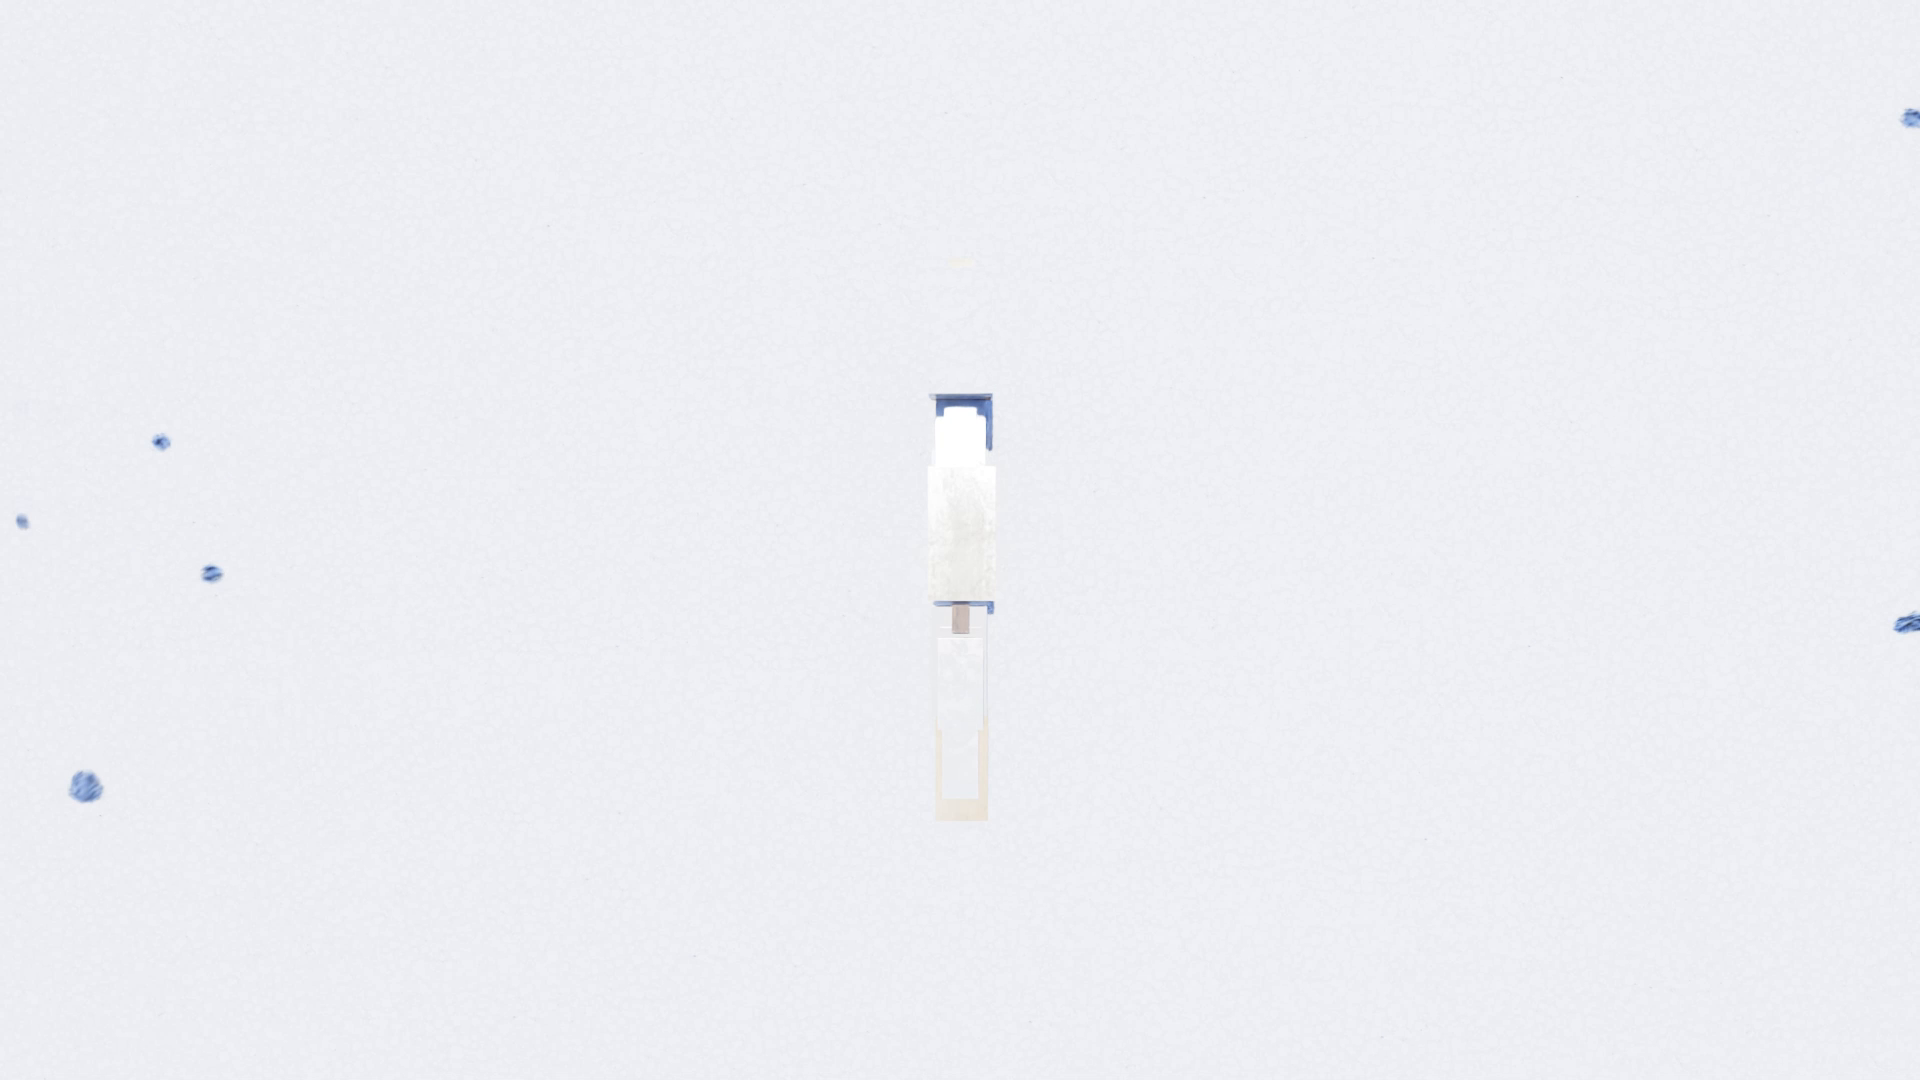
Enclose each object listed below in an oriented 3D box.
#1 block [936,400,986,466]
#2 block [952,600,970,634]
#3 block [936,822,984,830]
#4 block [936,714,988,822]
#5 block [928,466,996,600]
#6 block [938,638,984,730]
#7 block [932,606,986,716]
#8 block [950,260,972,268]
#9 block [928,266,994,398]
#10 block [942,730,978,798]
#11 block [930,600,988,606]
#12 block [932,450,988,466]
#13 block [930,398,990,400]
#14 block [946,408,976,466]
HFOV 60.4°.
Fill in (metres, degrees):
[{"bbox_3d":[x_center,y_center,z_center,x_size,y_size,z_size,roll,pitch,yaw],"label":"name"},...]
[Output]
[{"bbox_3d":[0.002,-0.296,4.792,0.144,0.041,0.288,0,90,0],"label":"block"},{"bbox_3d":[0.001,0.212,4.617,0.048,0.014,0.096,0,90,0],"label":"block"},{"bbox_3d":[0.002,0.757,5.182,0.148,0.042,0.297,0,90,0],"label":"block"},{"bbox_3d":[0.005,0.667,4.832,0.153,0.043,0.307,0,90,0],"label":"block"},{"bbox_3d":[0.004,-0.017,4.343,0.176,0.050,0.352,0,90,0],"label":"block"},{"bbox_3d":[0.001,0.390,4.486,0.124,0.035,0.248,0,90,0],"label":"block"},{"bbox_3d":[-0.002,0.350,4.774,0.158,0.045,0.317,0,90,0],"label":"block"},{"bbox_3d":[0.003,-0.829,5.335,0.077,0.022,0.154,0,90,0],"label":"block"},{"bbox_3d":[0.000,-0.555,4.415,0.174,0.049,0.347,-1,81,0],"label":"block"},{"bbox_3d":[0.001,0.619,4.597,0.100,0.028,0.200,0,90,0],"label":"block"},{"bbox_3d":[-0.001,0.020,4.744,0.166,0.047,0.333,0,90,0],"label":"block"},{"bbox_3d":[0.000,-0.104,5.125,0.175,0.050,0.350,0,90,0],"label":"block"},{"bbox_3d":[0.001,-0.433,4.598,0.174,0.347,0.049,0,89,0],"label":"block"},{"bbox_3d":[0.001,-0.282,4.590,0.085,0.024,0.169,0,90,0],"label":"block"}]
